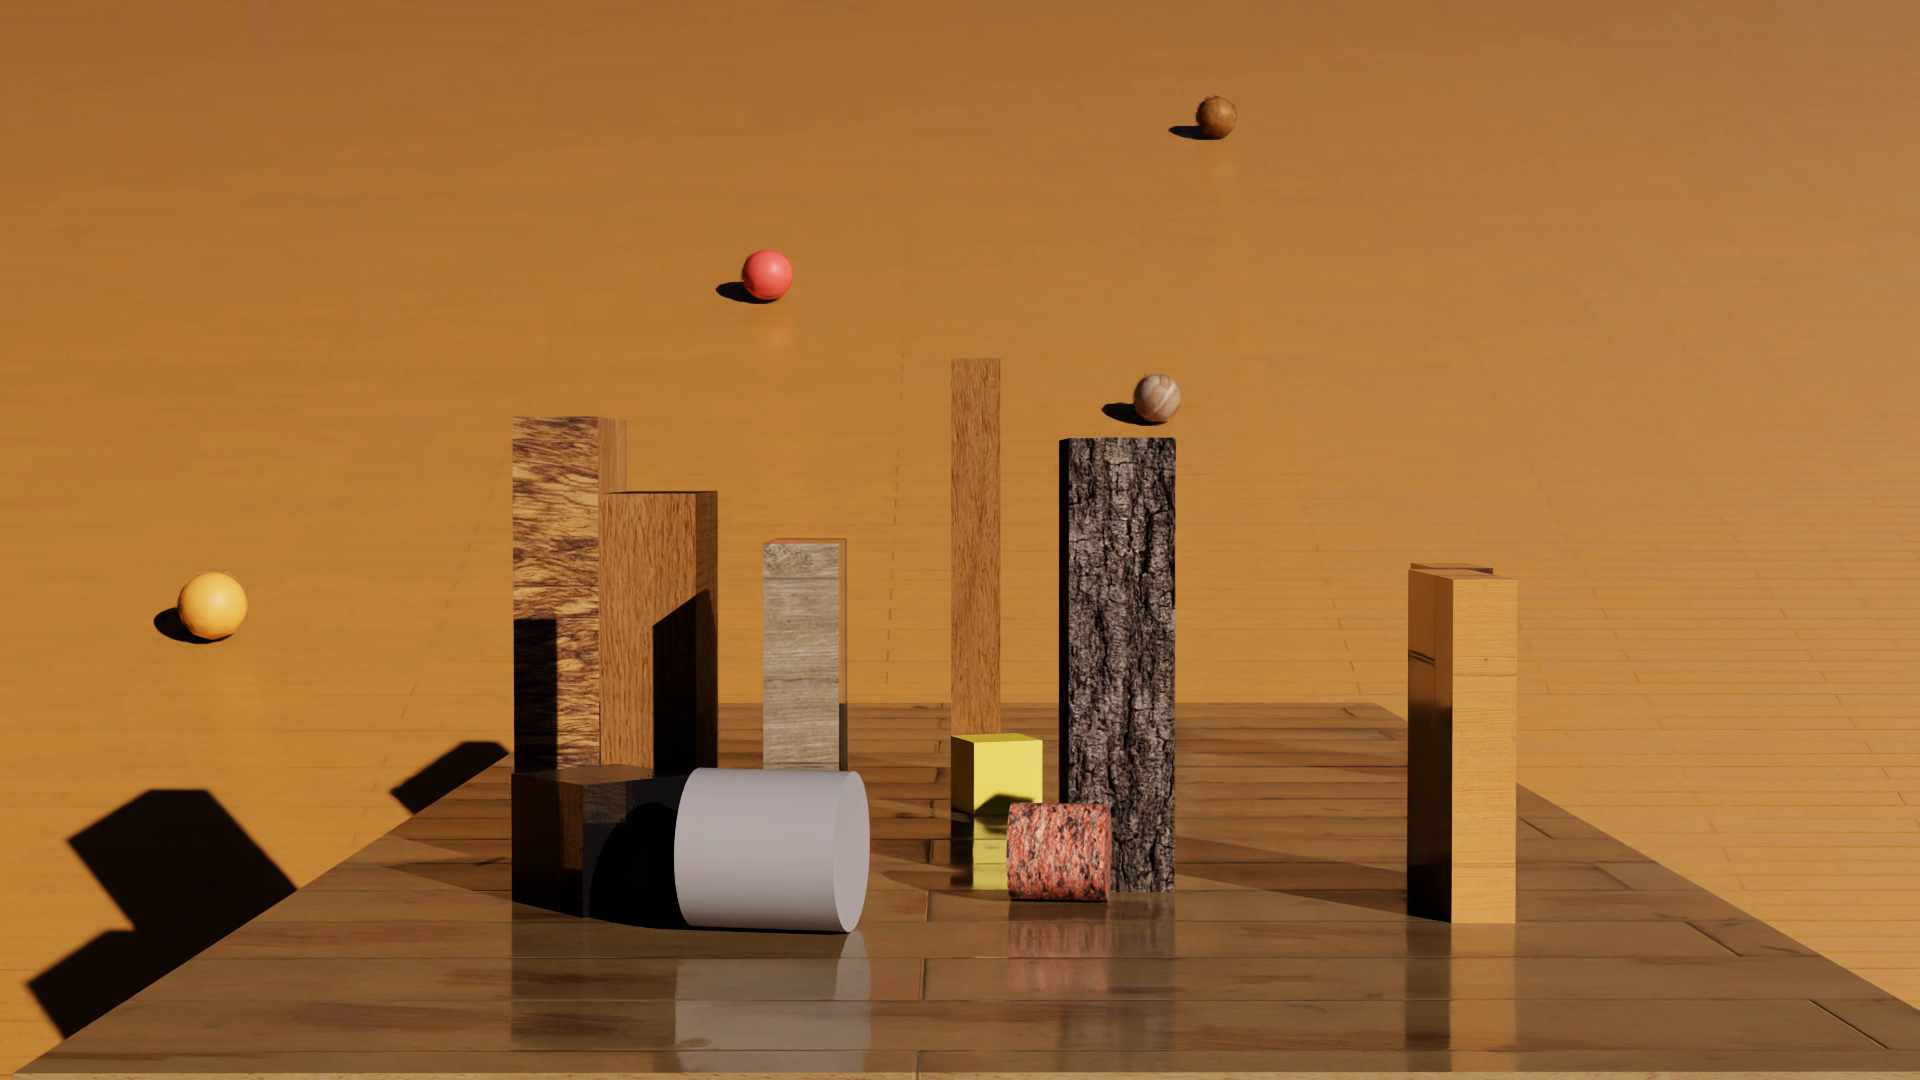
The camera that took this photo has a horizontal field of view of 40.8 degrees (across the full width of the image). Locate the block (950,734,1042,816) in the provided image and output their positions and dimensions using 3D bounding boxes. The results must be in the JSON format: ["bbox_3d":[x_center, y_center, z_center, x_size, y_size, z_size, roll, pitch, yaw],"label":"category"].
[{"bbox_3d":[0.063,0.410,4.524,0.125,0.125,0.125,-1,2,-19],"label":"block"}]

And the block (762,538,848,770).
[{"bbox_3d":[-0.213,0.250,3.595,0.102,0.498,0.267,0,2,0],"label":"block"}]

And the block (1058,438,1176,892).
[{"bbox_3d":[0.228,0.172,3.811,0.150,0.641,0.352,0,2,0],"label":"block"}]

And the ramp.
[{"bbox_3d":[0.058,0.521,4.560,2.000,0.100,4.000,0,2,0],"label":"ramp"}]

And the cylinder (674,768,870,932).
[{"bbox_3d":[-0.242,0.402,3.356,0.207,0.207,0.207,0,25,11],"label":"cylinder"}]

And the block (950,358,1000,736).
[{"bbox_3d":[0.028,0.069,4.788,0.088,0.792,0.409,0,2,0],"label":"block"}]

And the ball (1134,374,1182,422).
[{"bbox_3d":[0.647,-0.464,8.444,0.160,0.160,0.160,0,25,0],"label":"ball"}]

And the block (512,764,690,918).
[{"bbox_3d":[-0.495,0.411,3.559,0.178,0.178,0.178,-1,2,-41],"label":"block"}]

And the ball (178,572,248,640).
[{"bbox_3d":[-2.045,0.180,7.053,0.185,0.185,0.185,0,25,0],"label":"ball"}]

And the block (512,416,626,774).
[{"bbox_3d":[-0.691,0.127,4.602,0.146,0.687,0.386,0,2,0],"label":"block"}]

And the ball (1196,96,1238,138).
[{"bbox_3d":[1.134,-1.867,11.389,0.182,0.182,0.182,0,25,0],"label":"ball"}]

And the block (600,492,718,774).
[{"bbox_3d":[-0.445,0.210,3.850,0.136,0.563,0.342,0,2,0],"label":"block"}]

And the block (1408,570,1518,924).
[{"bbox_3d":[0.689,0.273,3.556,0.084,0.453,0.336,0,2,0],"label":"block"}]

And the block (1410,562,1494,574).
[{"bbox_3d":[0.958,0.253,5.036,0.109,0.408,0.268,0,2,0],"label":"block"}]

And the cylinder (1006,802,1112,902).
[{"bbox_3d":[0.138,0.432,3.577,0.134,0.134,0.134,0,25,7],"label":"cylinder"}]

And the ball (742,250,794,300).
[{"bbox_3d":[-0.709,-0.976,9.496,0.187,0.187,0.187,0,25,0],"label":"ball"}]
